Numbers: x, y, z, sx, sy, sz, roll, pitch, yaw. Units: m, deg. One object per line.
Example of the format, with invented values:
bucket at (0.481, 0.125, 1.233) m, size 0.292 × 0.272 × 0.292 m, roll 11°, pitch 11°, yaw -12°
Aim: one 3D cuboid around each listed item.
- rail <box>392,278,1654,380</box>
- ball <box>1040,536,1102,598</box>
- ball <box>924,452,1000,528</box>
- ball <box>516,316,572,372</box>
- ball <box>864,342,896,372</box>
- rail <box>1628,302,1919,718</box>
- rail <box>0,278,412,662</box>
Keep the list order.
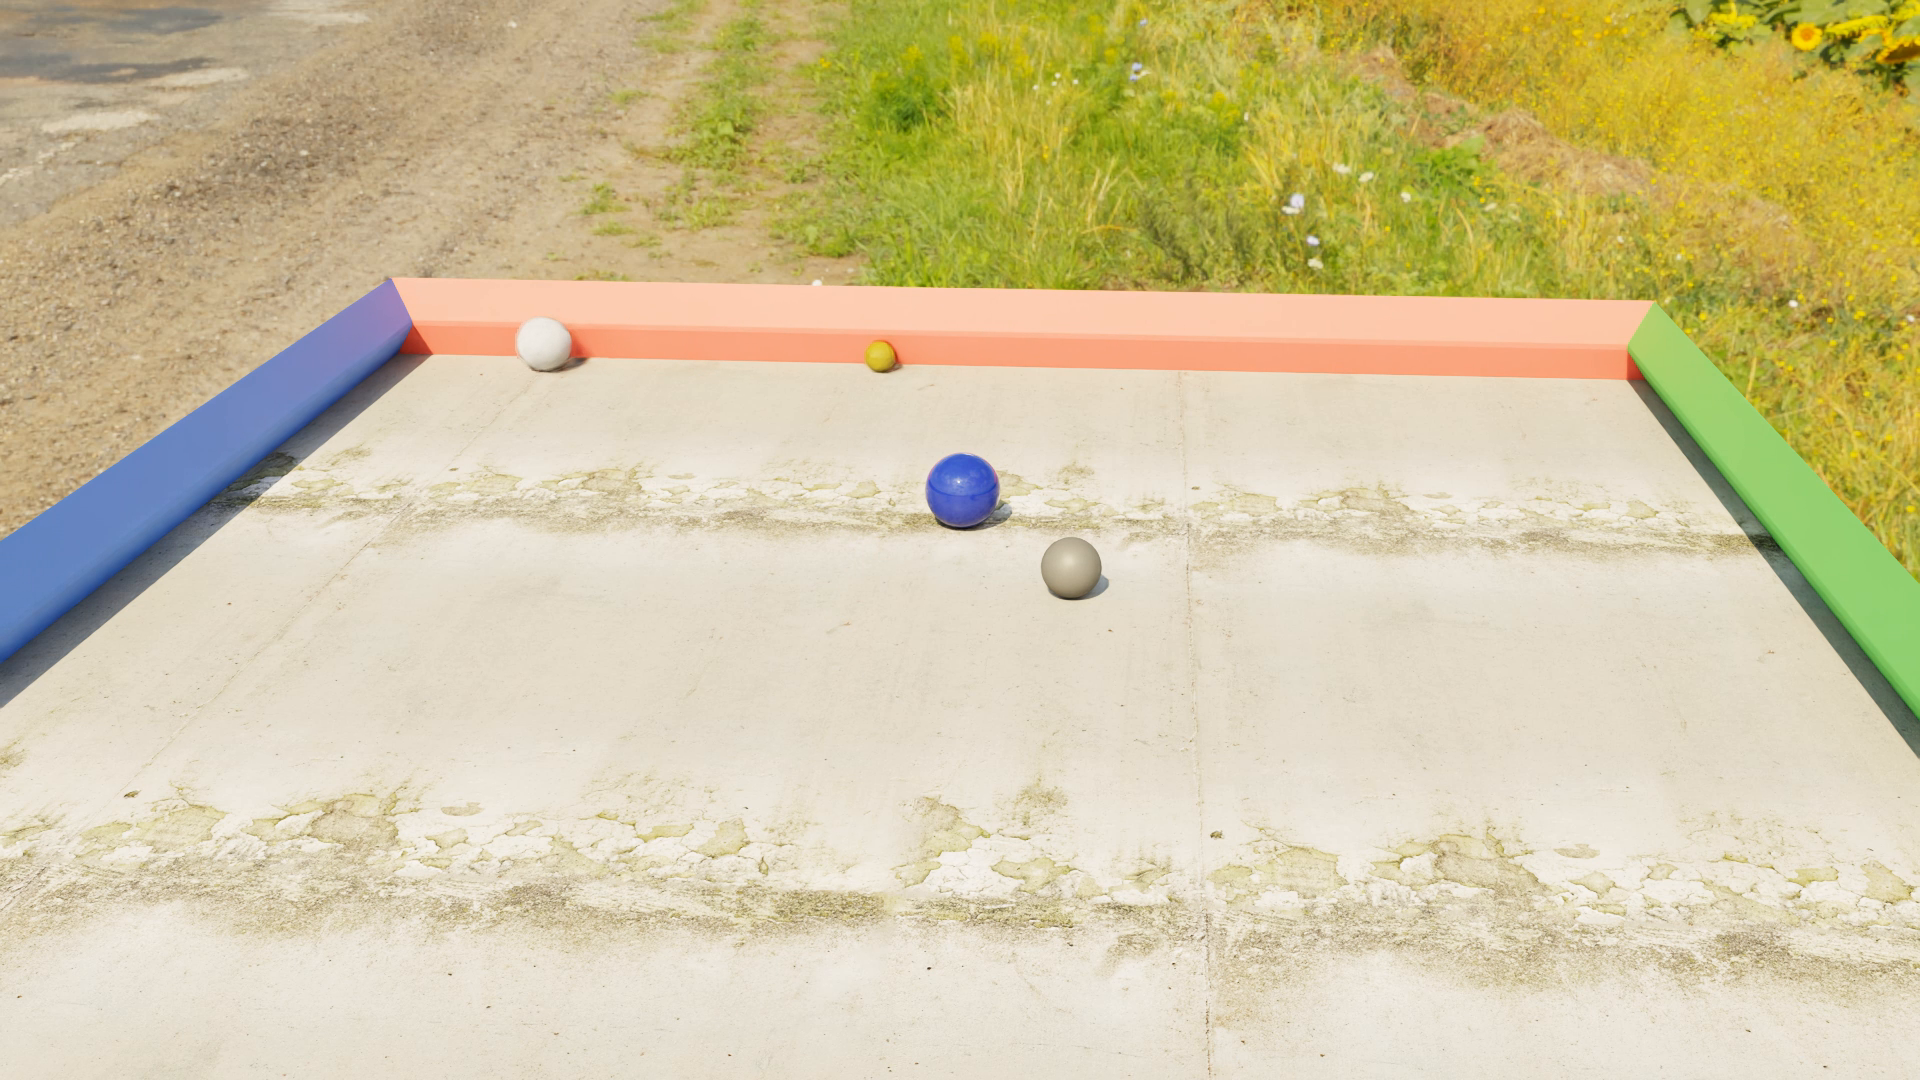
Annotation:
rail at (0.075, -0.327, 3.447) m, size 1.987 × 0.123 × 0.045 m, roll 2°, pitch 19°, yaw 4°
ball at (0.127, 0.031, 2.513) m, size 0.070 × 0.070 × 0.070 m, roll 0°, pitch 19°, yaw 0°
ball at (0.003, -0.062, 2.742) m, size 0.095 × 0.095 × 0.095 m, roll 0°, pitch 19°, yaw 0°
ball at (-0.652, -0.308, 3.451) m, size 0.085 × 0.085 × 0.085 m, roll 0°, pitch 19°, yaw 0°
ball at (-0.125, -0.287, 3.449) m, size 0.049 × 0.049 × 0.049 m, roll 0°, pitch 19°, yaw 0°
rail at (0.890, 0.310, 1.638) m, size 0.045 × 0.123 × 3.735 m, roll 2°, pitch 19°, yaw 4°
rail at (-1.043, 0.257, 1.789) m, size 0.045 × 0.123 × 3.735 m, roll 2°, pitch 19°, yaw 4°
